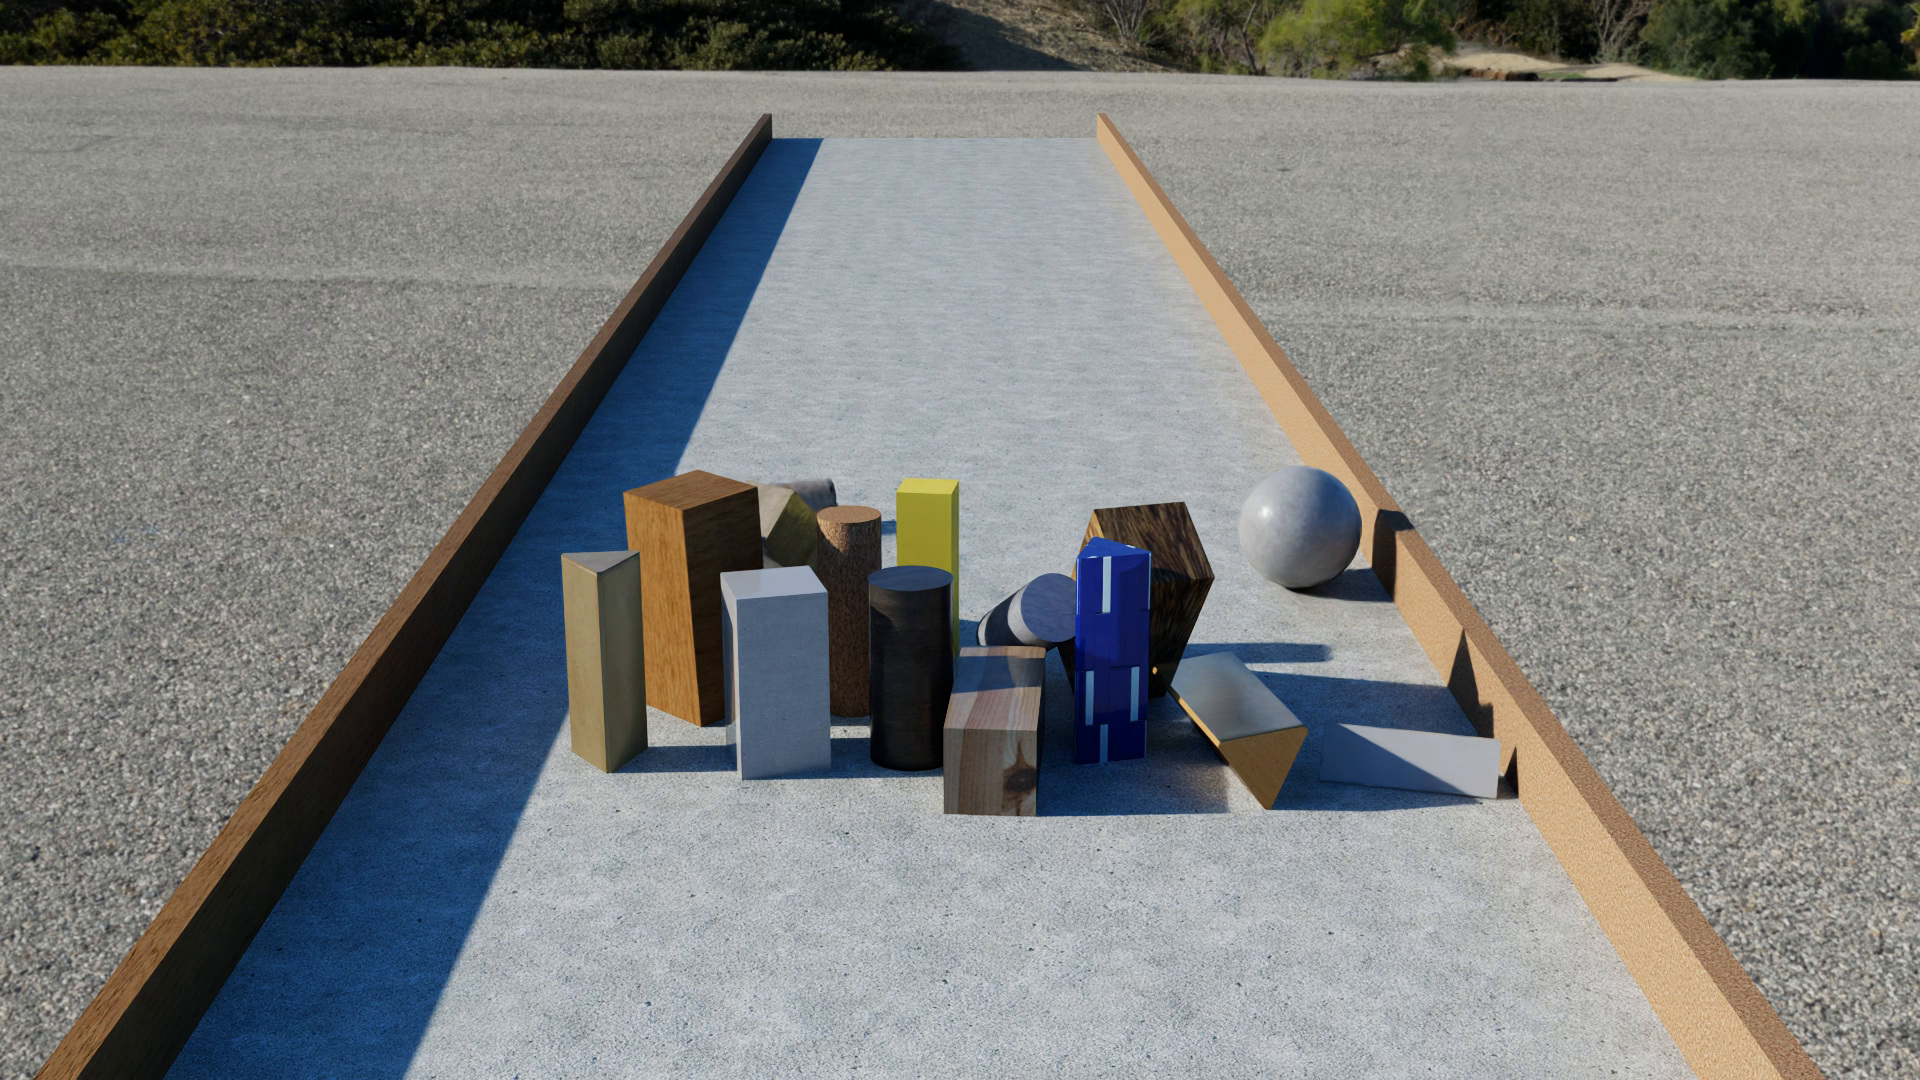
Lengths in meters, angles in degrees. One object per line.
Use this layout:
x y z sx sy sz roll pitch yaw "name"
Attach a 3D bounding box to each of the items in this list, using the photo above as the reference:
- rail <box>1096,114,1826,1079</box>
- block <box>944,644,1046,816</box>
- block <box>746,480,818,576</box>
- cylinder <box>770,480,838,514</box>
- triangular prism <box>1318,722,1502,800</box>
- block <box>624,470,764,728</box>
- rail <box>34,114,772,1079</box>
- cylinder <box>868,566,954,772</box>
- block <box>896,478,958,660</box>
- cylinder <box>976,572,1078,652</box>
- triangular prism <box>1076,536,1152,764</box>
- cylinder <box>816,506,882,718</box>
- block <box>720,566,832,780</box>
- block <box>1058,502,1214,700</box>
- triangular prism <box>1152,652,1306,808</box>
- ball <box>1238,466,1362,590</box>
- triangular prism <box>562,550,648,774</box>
0.932 -0.844 7.801 0.050 0.150 12.000 0 17 -1 "rail"
0.065 0.327 3.855 0.154 0.154 0.418 1 17 4 "block"
-0.322 0.042 4.463 0.129 0.371 0.129 13 66 37 "block"
-0.514 -0.071 5.261 0.426 0.117 0.117 -4 17 -15 "cylinder"
0.781 0.372 3.810 0.301 0.089 0.103 5 18 15 "triangular prism"
-0.487 0.106 4.111 0.176 0.422 0.176 -20 26 -41 "block"
-1.118 -0.838 7.780 0.050 0.150 12.000 0 17 -1 "rail"
-0.086 0.226 3.884 0.150 0.332 0.150 0 16 0 "cylinder"
-0.063 0.065 4.377 0.108 0.359 0.108 2 17 7 "block"
0.133 0.158 4.175 0.127 0.127 0.411 -3 -9 -12 "cylinder"
0.254 0.193 3.906 0.134 0.382 0.116 -4 17 -13 "triangular prism"
-0.205 0.133 4.114 0.119 0.378 0.119 0 17 0 "cylinder"
-0.324 0.232 3.869 0.159 0.330 0.159 -5 17 -15 "block"
0.318 0.122 4.103 0.178 0.371 0.178 -5 52 -17 "block"
0.487 0.301 3.855 0.135 0.156 0.388 -38 20 1 "triangular prism"
0.749 -0.027 4.843 0.270 0.270 0.270 0 17 0 "ball"
-0.610 0.207 3.883 0.116 0.370 0.134 -13 21 -36 "triangular prism"
